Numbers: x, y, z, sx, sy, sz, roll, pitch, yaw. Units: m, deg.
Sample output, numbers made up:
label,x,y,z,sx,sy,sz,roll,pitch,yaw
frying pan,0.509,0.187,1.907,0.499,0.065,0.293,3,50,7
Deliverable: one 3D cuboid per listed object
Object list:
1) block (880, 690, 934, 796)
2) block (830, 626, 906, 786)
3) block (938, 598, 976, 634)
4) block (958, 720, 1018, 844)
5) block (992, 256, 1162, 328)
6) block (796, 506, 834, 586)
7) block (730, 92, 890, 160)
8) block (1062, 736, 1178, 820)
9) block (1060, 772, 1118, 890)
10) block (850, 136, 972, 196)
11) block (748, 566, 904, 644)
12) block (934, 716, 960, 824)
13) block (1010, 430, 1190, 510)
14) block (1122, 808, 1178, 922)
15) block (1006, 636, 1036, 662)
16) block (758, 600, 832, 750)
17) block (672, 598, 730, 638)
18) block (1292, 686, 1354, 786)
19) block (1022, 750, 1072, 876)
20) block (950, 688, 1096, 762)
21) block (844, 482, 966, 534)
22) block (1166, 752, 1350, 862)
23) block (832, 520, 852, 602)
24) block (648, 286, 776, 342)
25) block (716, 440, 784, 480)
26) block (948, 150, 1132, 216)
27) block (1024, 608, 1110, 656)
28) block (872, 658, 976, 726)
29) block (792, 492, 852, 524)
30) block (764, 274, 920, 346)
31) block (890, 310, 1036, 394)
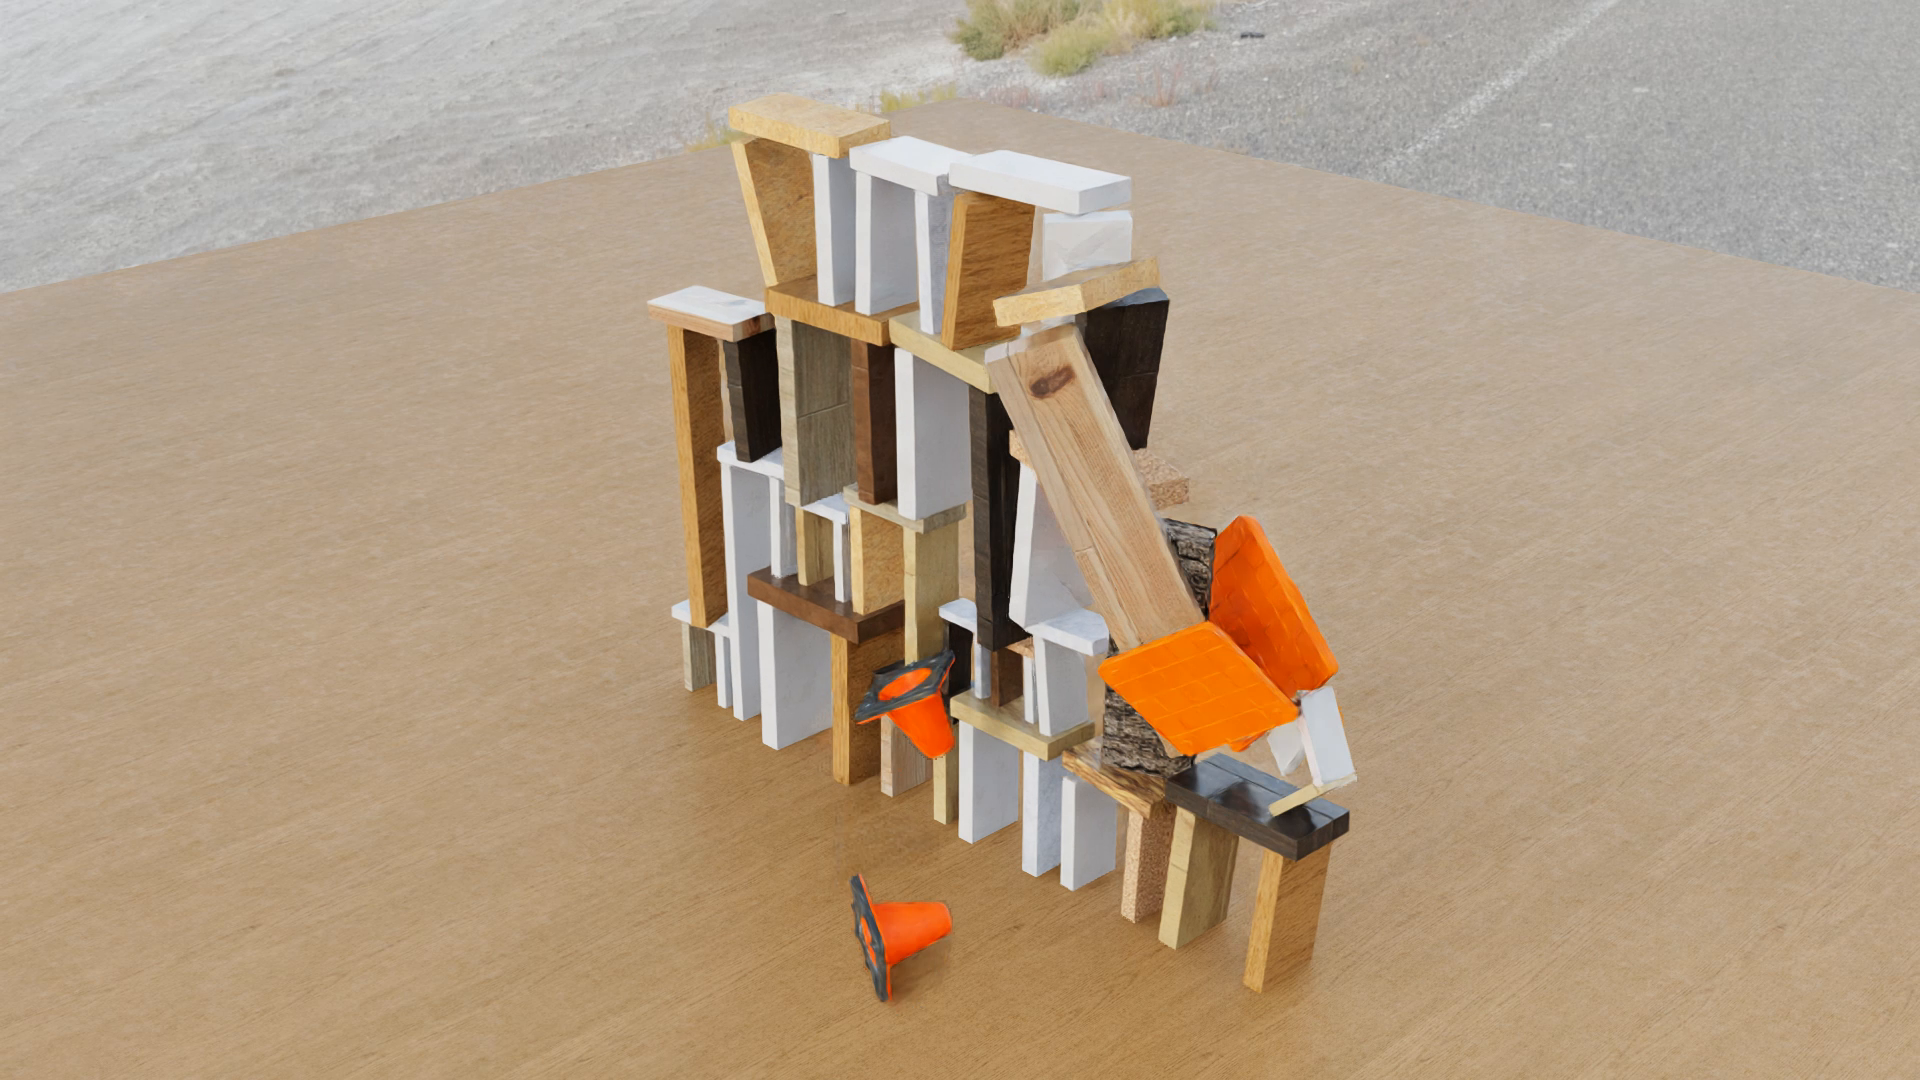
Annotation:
label,x,y,z,sx,sy,sz,roll,pitch,yaw
block,-0.109,0.400,4.519,0.117,0.234,0.033,-21,31,-40
block,-0.185,0.326,4.558,0.170,0.339,0.048,-21,31,-41
block,0.027,0.150,4.272,0.067,0.019,0.134,-19,30,-38
block,0.058,0.457,4.348,0.131,0.262,0.037,-21,31,-41
block,0.188,-0.393,3.464,0.149,0.042,0.299,-7,11,30
block,-0.296,0.001,4.546,0.086,0.172,0.024,-21,30,-40
block,-0.286,-0.790,4.184,0.287,0.041,0.144,22,34,35
block,0.311,0.436,4.079,0.116,0.033,0.232,-17,32,-37
block,0.246,0.541,4.188,0.116,0.232,0.033,-19,29,-38
block,-0.070,-0.681,3.991,0.132,0.037,0.264,-19,30,-33
block,-0.265,0.117,4.555,0.339,0.048,0.170,21,31,40
block,0.001,0.443,4.416,0.117,0.234,0.033,-21,31,-41
block,0.238,-0.130,3.812,0.164,0.047,0.329,-13,28,-25
block,0.360,0.584,4.084,0.116,0.232,0.033,-18,31,-38
block,0.121,0.187,4.168,0.070,0.020,0.139,-23,32,-36
block,-0.346,0.264,4.704,0.170,0.339,0.048,-21,31,-40
block,-0.544,0.168,4.879,0.177,0.025,0.089,17,29,35
block,0.604,0.325,3.657,0.075,0.150,0.021,-17,4,-33
block,0.181,0.505,4.235,0.131,0.262,0.037,-21,31,-40
block,0.119,0.343,4.234,0.131,0.037,0.262,-21,31,-40
block,-0.109,-0.074,4.313,0.115,0.033,0.229,-21,31,-40
block,0.520,0.465,3.856,0.146,0.041,0.292,-21,30,-40
block,-0.216,0.032,4.472,0.086,0.172,0.024,-21,30,-40
block,-0.502,-0.464,4.498,0.264,0.037,0.132,19,32,40
block,-0.387,-0.173,4.570,0.217,0.031,0.108,16,30,32
block,0.136,-0.615,3.767,0.287,0.041,0.144,20,29,37
block,0.217,0.163,4.039,0.100,0.028,0.200,-18,22,-33
block,-0.054,0.299,4.415,0.117,0.033,0.234,-21,31,-40
block,-0.258,-0.075,4.470,0.086,0.024,0.172,-22,30,-40
block,-0.208,-0.450,4.257,0.328,0.046,0.164,20,31,40
block,0.030,-0.357,4.016,0.167,0.047,0.334,-17,29,-28
